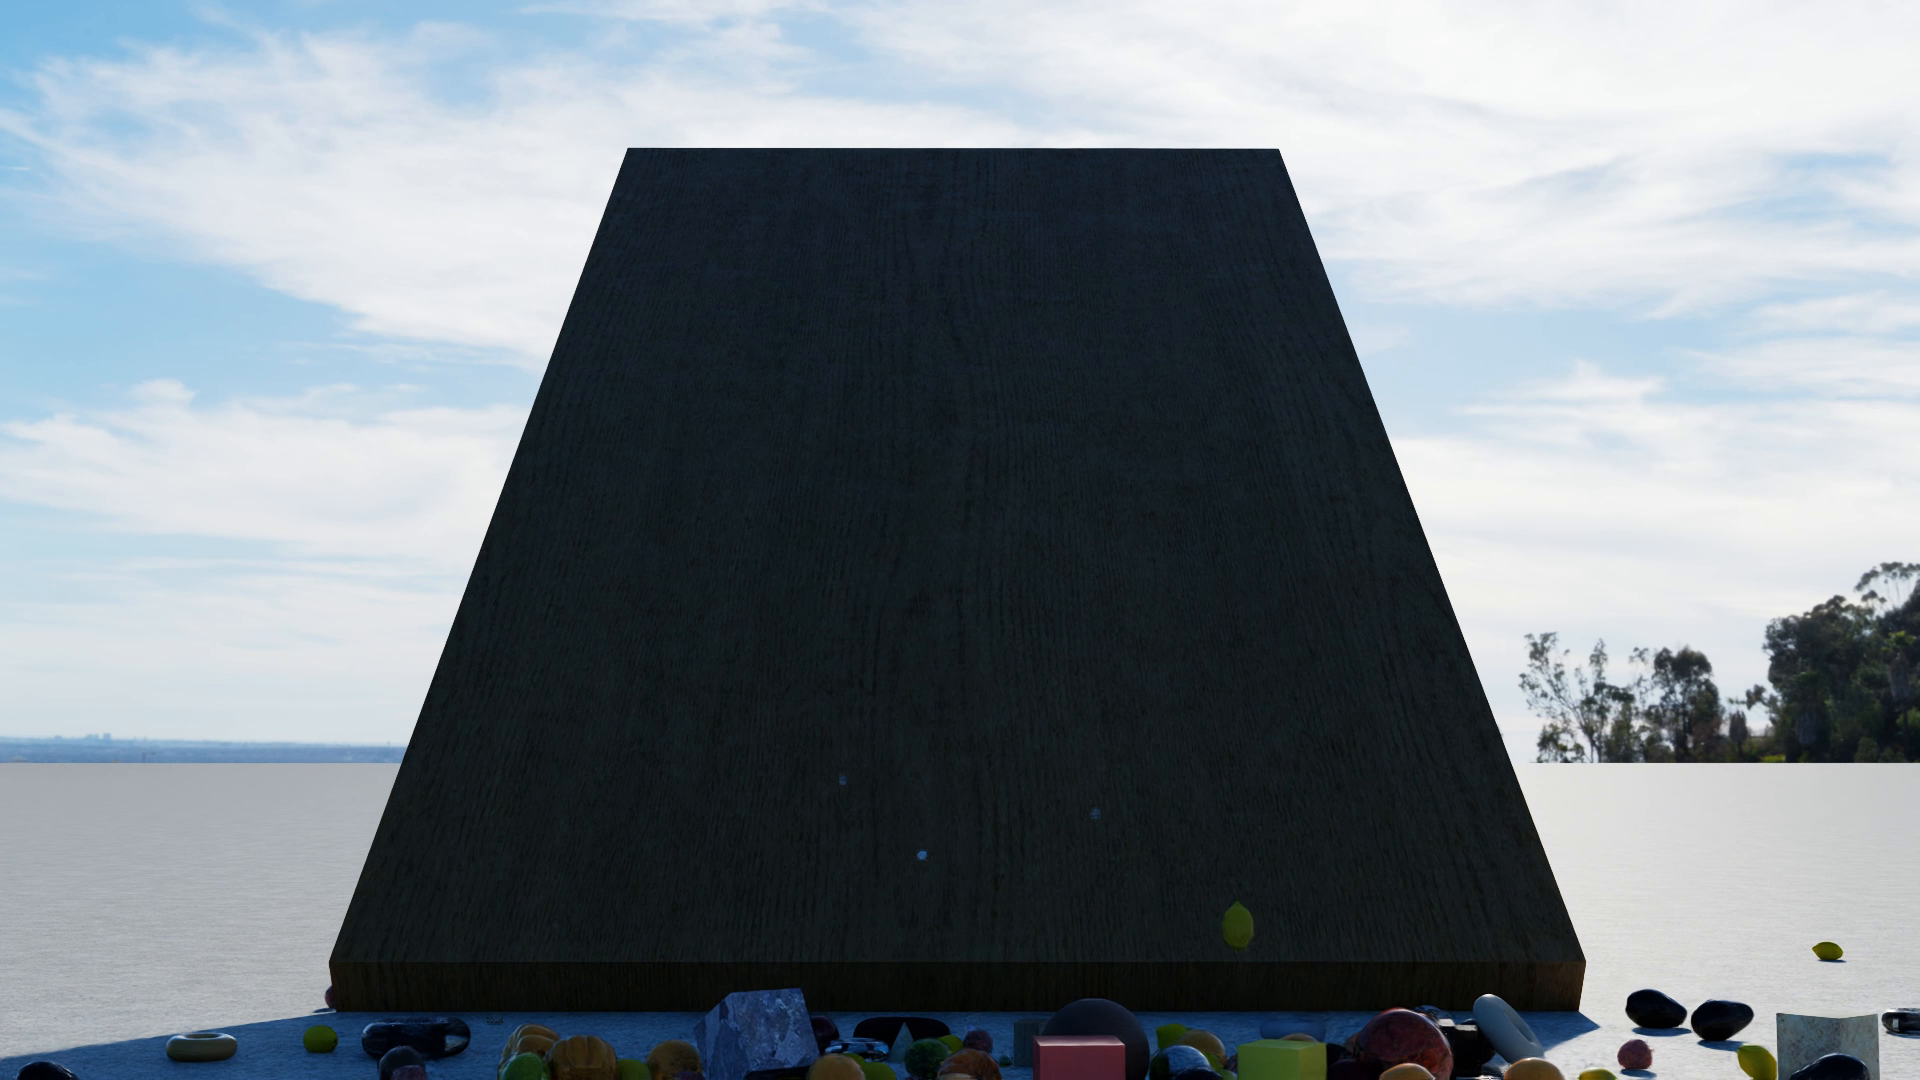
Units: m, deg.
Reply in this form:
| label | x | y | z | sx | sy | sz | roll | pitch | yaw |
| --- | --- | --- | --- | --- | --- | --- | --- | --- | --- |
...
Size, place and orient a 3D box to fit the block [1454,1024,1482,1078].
| label | x | y | z | sx | sy | sz | roll | pitch | yaw |
| --- | --- | --- | --- | --- | --- | --- | --- | --- | --- |
| block | 0.642 | 0.661 | 3.086 | 0.060 | 0.060 | 0.060 | -2 | -5 | 16 |

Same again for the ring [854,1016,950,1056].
| label | x | y | z | sx | sy | sz | roll | pitch | yaw |
| --- | --- | --- | --- | --- | --- | --- | --- | --- | --- |
| ring | -0.080 | 0.688 | 3.307 | 0.136 | 0.045 | 0.136 | 1 | -6 | 0 |

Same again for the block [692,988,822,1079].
| label | x | y | z | sx | sy | sz | roll | pitch | yaw |
| --- | --- | --- | --- | --- | --- | --- | --- | --- | --- |
| block | -0.240 | 0.600 | 2.824 | 0.098 | 0.098 | 0.098 | 4 | -36 | -36 |

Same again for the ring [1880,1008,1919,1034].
| label | x | y | z | sx | sy | sz | roll | pitch | yaw |
| --- | --- | --- | --- | --- | --- | --- | --- | --- | --- |
| ring | 1.425 | 0.717 | 3.556 | 0.098 | 0.033 | 0.098 | 1 | -5 | 0 |

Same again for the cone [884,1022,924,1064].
| label | x | y | z | sx | sy | sz | roll | pitch | yaw |
| --- | --- | --- | --- | --- | --- | --- | --- | --- | --- |
| cone | -0.075 | 0.676 | 3.216 | 0.053 | 0.053 | 0.053 | 0 | -5 | 0 |

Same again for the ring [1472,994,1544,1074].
| label | x | y | z | sx | sy | sz | roll | pitch | yaw |
| --- | --- | --- | --- | --- | --- | --- | --- | --- | --- |
| ring | 0.714 | 0.643 | 3.105 | 0.039 | 0.117 | 0.117 | -43 | -18 | 12 |

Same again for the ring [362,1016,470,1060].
| label | x | y | z | sx | sy | sz | roll | pitch | yaw |
| --- | --- | --- | --- | --- | --- | --- | --- | --- | --- |
| ring | -0.747 | 0.683 | 3.275 | 0.147 | 0.049 | 0.147 | -1 | -6 | 0 |

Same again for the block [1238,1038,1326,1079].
| label | x | y | z | sx | sy | sz | roll | pitch | yaw |
| --- | --- | --- | --- | --- | --- | --- | --- | --- | --- |
| block | 0.373 | 0.622 | 2.757 | 0.077 | 0.077 | 0.077 | -3 | -6 | 32 |

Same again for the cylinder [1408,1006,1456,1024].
| label | x | y | z | sx | sy | sz | roll | pitch | yaw |
| --- | --- | --- | --- | --- | --- | --- | --- | --- | --- |
| cylinder | 0.653 | 0.679 | 3.302 | 0.062 | 0.062 | 0.062 | 0 | -5 | 0 |

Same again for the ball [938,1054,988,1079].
| label | x | y | z | sx | sy | sz | roll | pitch | yaw |
| --- | --- | --- | --- | --- | --- | --- | --- | --- | --- |
| ball | 0.004 | 0.635 | 2.808 | 0.060 | 0.060 | 0.060 | 0 | -5 | 0 |

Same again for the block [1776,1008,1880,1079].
| label | x | y | z | sx | sy | sz | roll | pitch | yaw |
| --- | --- | --- | --- | --- | --- | --- | --- | --- | --- |
| block | 1.089 | 0.638 | 2.992 | 0.088 | 0.088 | 0.088 | 4 | -7 | -39 |

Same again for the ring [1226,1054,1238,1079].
| label | x | y | z | sx | sy | sz | roll | pitch | yaw |
| --- | --- | --- | --- | --- | --- | --- | --- | --- | --- |
| ring | 0.385 | 0.668 | 3.015 | 0.098 | 0.033 | 0.098 | 1 | -6 | 0 |

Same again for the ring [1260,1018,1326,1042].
| label | x | y | z | sx | sy | sz | roll | pitch | yaw |
| --- | --- | --- | --- | --- | --- | --- | --- | --- | --- |
| ring | 0.479 | 0.706 | 3.430 | 0.094 | 0.031 | 0.094 | 1 | -7 | 0 |

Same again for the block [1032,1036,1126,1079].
| label | x | y | z | sx | sy | sz | roll | pitch | yaw |
| --- | --- | --- | --- | --- | --- | --- | --- | --- | --- |
| block | 0.132 | 0.604 | 2.653 | 0.094 | 0.094 | 0.094 | 0 | -5 | -3 |

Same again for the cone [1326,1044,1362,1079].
| label | x | y | z | sx | sy | sz | roll | pitch | yaw |
| --- | --- | --- | --- | --- | --- | --- | --- | --- | --- |
| cone | 0.438 | 0.657 | 2.889 | 0.071 | 0.071 | 0.071 | 3 | -33 | -31 |

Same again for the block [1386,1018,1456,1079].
| label | x | y | z | sx | sy | sz | roll | pitch | yaw |
| --- | --- | --- | --- | --- | --- | --- | --- | --- | --- |
| block | 0.572 | 0.639 | 2.958 | 0.080 | 0.080 | 0.080 | -1 | -5 | 8 |

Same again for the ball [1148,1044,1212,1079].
| label | x | y | z | sx | sy | sz | roll | pitch | yaw |
| --- | --- | --- | --- | --- | --- | --- | --- | --- | --- |
| ball | 0.256 | 0.624 | 2.773 | 0.075 | 0.075 | 0.075 | 0 | -5 | 0 |

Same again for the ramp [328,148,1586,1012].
| label | x | y | z | sx | sy | sz | roll | pitch | yaw |
| --- | --- | --- | --- | --- | --- | --- | --- | --- | --- |
| ramp | -0.011 | -0.223 | 5.581 | 2.000 | 0.100 | 4.000 | 0 | 28 | 0 |

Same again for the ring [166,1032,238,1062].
| label | x | y | z | sx | sy | sz | roll | pitch | yaw |
| --- | --- | --- | --- | --- | --- | --- | --- | --- | --- |
| ring | -1.030 | 0.689 | 3.239 | 0.094 | 0.031 | 0.094 | 1 | -4 | 0 |

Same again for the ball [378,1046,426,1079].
| label | x | y | z | sx | sy | sz | roll | pitch | yaw |
| --- | --- | --- | --- | --- | --- | --- | --- | --- | --- |
| ball | -0.681 | 0.647 | 2.912 | 0.056 | 0.056 | 0.056 | 0 | -5 | 0 |

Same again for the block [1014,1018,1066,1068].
| label | x | y | z | sx | sy | sz | roll | pitch | yaw |
| --- | --- | --- | --- | --- | --- | --- | --- | --- | --- |
| block | 0.107 | 0.670 | 3.179 | 0.057 | 0.057 | 0.057 | -1 | -5 | 15 |

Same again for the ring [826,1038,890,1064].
| label | x | y | z | sx | sy | sz | roll | pitch | yaw |
| --- | --- | --- | --- | --- | --- | --- | --- | --- | --- |
| ring | -0.138 | 0.688 | 3.215 | 0.087 | 0.029 | 0.087 | 1 | -6 | 0 |
